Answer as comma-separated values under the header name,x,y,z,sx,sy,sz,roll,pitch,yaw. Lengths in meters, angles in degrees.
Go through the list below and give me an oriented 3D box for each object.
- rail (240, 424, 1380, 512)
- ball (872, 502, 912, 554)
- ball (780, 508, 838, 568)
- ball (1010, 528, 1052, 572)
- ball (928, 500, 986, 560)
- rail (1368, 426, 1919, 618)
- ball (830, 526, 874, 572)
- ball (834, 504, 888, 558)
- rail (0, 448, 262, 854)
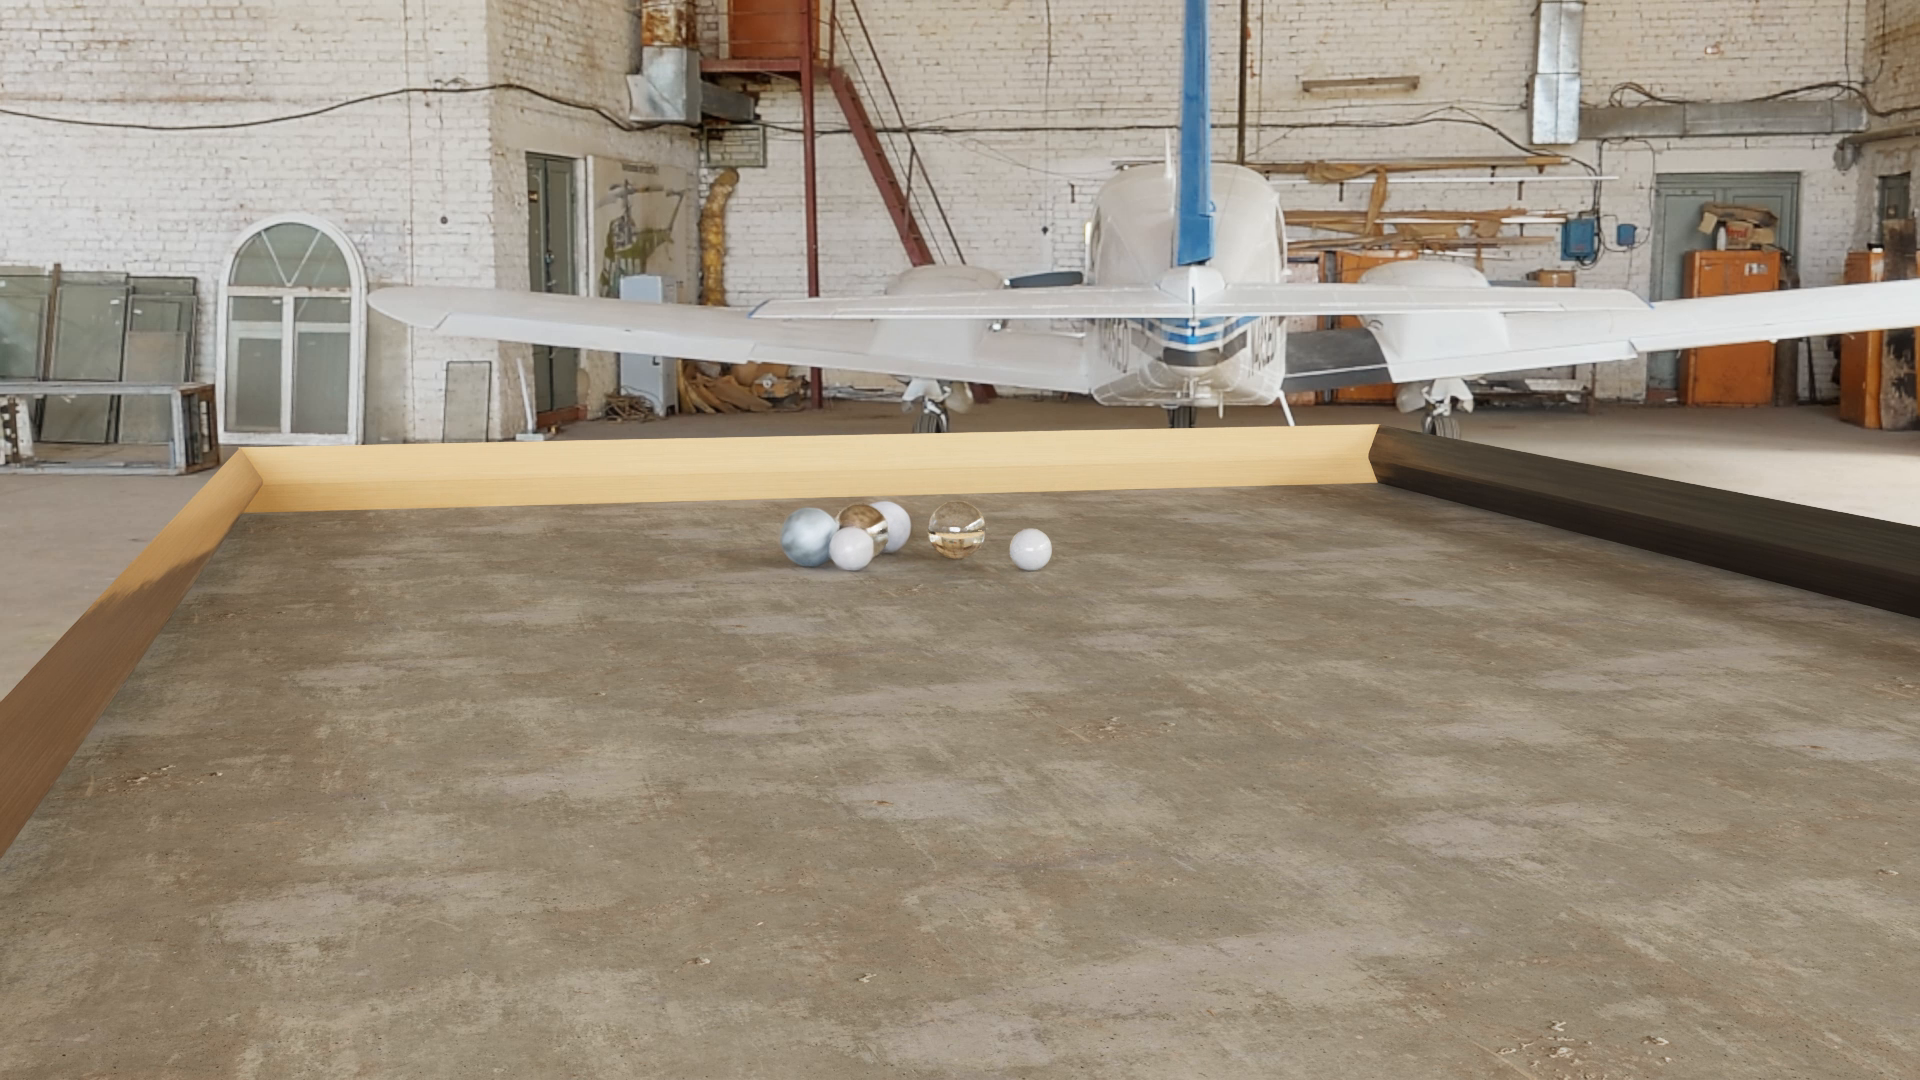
name,x,y,z,sx,sy,sz,roll,pitch,yaw
rail,-0.237,-0.152,4.582,2.412,0.127,0.045,-2,8,-13
ball,-0.129,-0.022,3.759,0.090,0.090,0.090,0,8,0
ball,-0.246,-0.005,3.602,0.098,0.098,0.098,0,8,0
ball,0.114,0.016,3.559,0.069,0.069,0.069,0,8,0
ball,-0.005,-0.017,3.693,0.098,0.098,0.098,0,8,0
rail,1.393,0.079,2.857,0.045,0.127,4.189,-2,8,-13
ball,-0.175,0.014,3.559,0.072,0.072,0.072,0,8,0
ball,-0.166,-0.013,3.673,0.095,0.095,0.095,0,8,0
rail,-0.907,0.152,2.313,0.045,0.127,4.189,-2,8,-13
